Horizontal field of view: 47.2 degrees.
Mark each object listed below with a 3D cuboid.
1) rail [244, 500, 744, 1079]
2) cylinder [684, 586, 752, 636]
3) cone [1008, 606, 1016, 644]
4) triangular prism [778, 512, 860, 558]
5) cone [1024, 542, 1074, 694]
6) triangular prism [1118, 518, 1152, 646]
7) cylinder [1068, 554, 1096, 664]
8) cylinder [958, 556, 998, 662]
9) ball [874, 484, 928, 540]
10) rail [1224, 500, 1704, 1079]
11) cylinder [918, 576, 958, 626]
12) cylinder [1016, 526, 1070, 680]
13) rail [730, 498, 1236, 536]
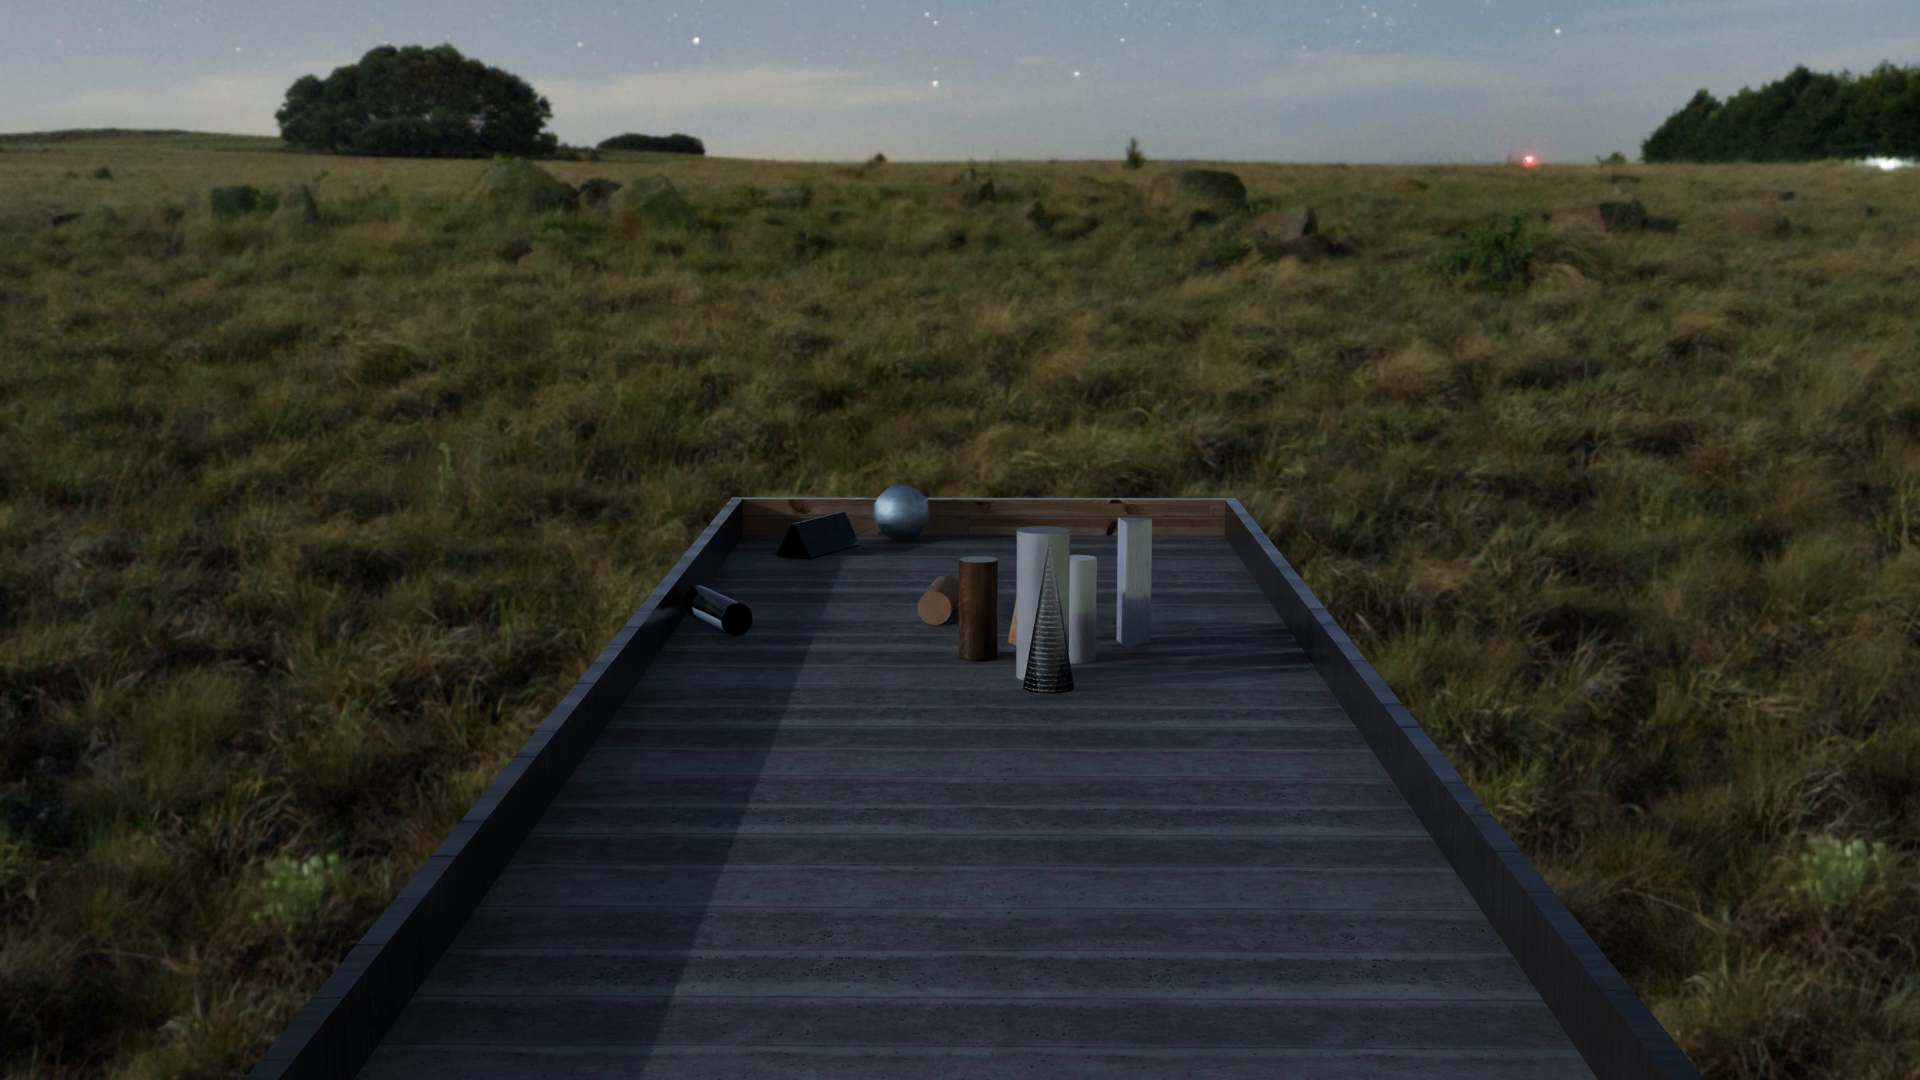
[{"bbox_3d":[-1.004,0.839,3.234,0.050,0.150,12.000,0,9,1],"label":"rail"},{"bbox_3d":[-0.797,0.230,7.218,0.107,0.107,0.360,-4,10,-26],"label":"cylinder"},{"bbox_3d":[0.214,0.159,6.948,0.126,0.331,0.126,0,9,0],"label":"cone"},{"bbox_3d":[-0.559,-0.025,8.723,0.152,0.131,0.379,5,10,28],"label":"triangular prism"},{"bbox_3d":[0.255,0.210,6.293,0.147,0.436,0.147,0,9,0],"label":"cone"},{"bbox_3d":[0.531,0.129,6.938,0.109,0.393,0.094,-7,12,-39],"label":"triangular prism"},{"bbox_3d":[0.360,0.209,6.680,0.107,0.316,0.107,0,9,0],"label":"cylinder"},{"bbox_3d":[0.056,0.210,6.711,0.119,0.305,0.119,0,9,0],"label":"cylinder"},{"bbox_3d":[-0.241,-0.111,8.985,0.228,0.228,0.228,0,9,0],"label":"ball"},{"bbox_3d":[1.046,0.843,3.208,0.050,0.150,12.000,0,9,1],"label":"rail"},{"bbox_3d":[-0.066,0.201,7.384,0.112,0.112,0.308,1,9,7],"label":"cylinder"},{"bbox_3d":[0.243,0.186,6.441,0.154,0.437,0.154,0,9,0],"label":"cylinder"},{"bbox_3d":[0.099,-0.098,9.147,2.100,0.150,0.050,0,9,1],"label":"rail"}]
